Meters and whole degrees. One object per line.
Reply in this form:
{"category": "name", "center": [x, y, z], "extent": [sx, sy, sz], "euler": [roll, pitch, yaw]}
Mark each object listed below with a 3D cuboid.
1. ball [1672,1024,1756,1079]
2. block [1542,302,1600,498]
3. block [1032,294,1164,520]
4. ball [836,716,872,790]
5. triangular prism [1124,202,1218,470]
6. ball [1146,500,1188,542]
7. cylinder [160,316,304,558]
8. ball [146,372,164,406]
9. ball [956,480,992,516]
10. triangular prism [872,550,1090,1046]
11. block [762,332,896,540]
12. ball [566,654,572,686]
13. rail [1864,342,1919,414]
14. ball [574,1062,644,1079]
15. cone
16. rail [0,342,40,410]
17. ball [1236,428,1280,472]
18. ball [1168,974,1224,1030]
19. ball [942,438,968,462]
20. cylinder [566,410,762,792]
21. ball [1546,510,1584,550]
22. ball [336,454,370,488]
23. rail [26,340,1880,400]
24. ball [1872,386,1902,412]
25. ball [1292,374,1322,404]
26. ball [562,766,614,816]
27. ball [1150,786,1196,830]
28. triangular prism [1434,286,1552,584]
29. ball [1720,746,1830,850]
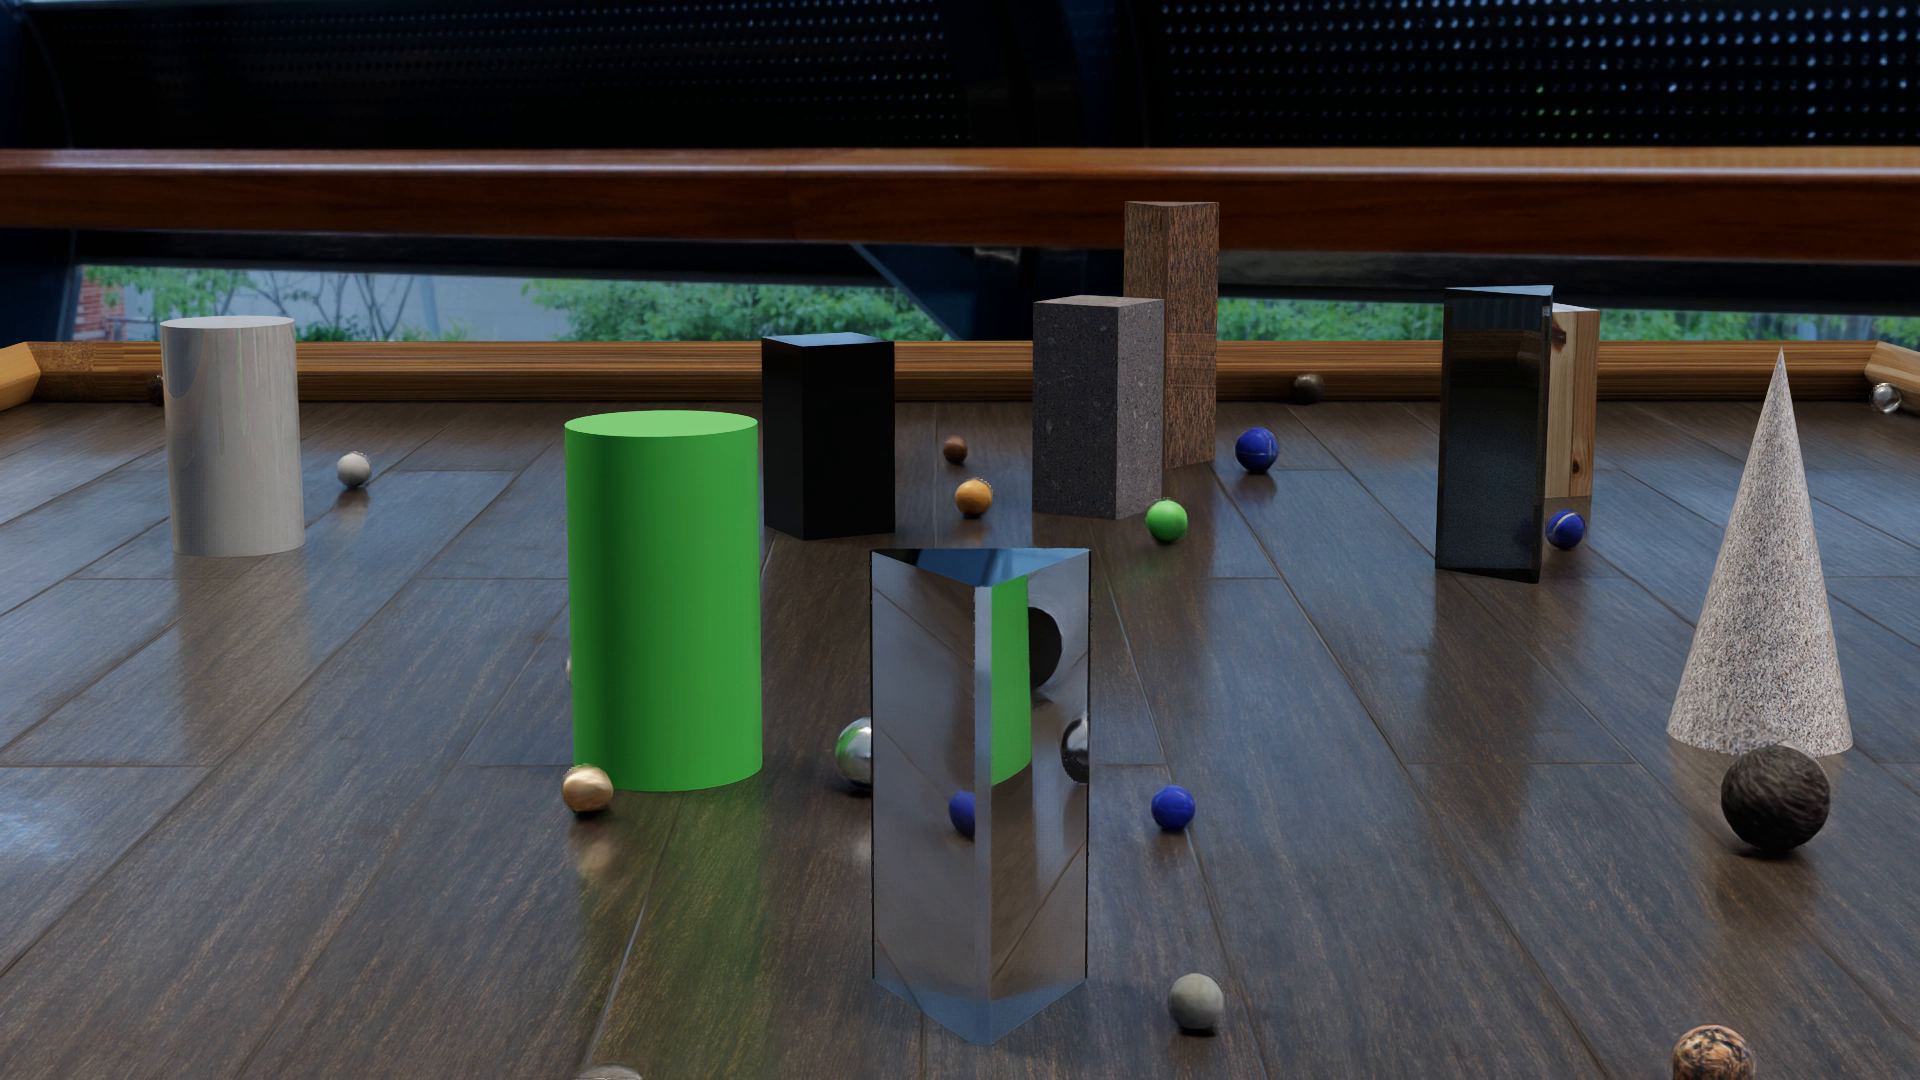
{"category": "ball", "center": [0.534, 0.372, 1.819], "extent": [0.057, 0.057, 0.057], "euler": [0, 10, 0]}
{"category": "block", "center": [0.984, -0.242, 4.419], "extent": [0.158, 0.317, 0.158], "euler": [-3, 11, -18]}
{"category": "block", "center": [0.228, -0.222, 4.232], "extent": [0.158, 0.346, 0.158], "euler": [7, 12, 31]}
{"category": "ball", "center": [-0.090, 0.217, 2.607], "extent": [0.075, 0.075, 0.075], "euler": [0, 10, 0]}
{"category": "triangular prism", "center": [0.364, -0.383, 4.742], "extent": [0.148, 0.477, 0.171], "euler": [8, 13, 38]}
{"category": "ball", "center": [0.320, -0.029, 3.967], "extent": [0.065, 0.065, 0.065], "euler": [0, 10, 0]}
{"category": "cylinder", "center": [-1.107, -0.161, 3.911], "extent": [0.197, 0.344, 0.197], "euler": [0, 10, 0]}
{"category": "ball", "center": [-1.725, -0.327, 5.558], "extent": [0.070, 0.070, 0.070], "euler": [0, 10, 0]}
{"category": "ball", "center": [0.022, -0.068, 4.190], "extent": [0.060, 0.060, 0.060], "euler": [0, 10, 0]}
{"category": "triangular prism", "center": [0.038, 0.187, 2.006], "extent": [0.148, 0.352, 0.171], "euler": [-6, 12, -30]}
{"category": "block", "center": [-0.208, -0.167, 4.054], "extent": [0.158, 0.302, 0.158], "euler": [-5, 12, -27]}
{"category": "ball", "center": [-0.424, 0.151, 2.985], "extent": [0.067, 0.067, 0.067], "euler": [0, 10, 0]}
{"category": "rail", "center": [2.012, 0.031, 3.460], "extent": [0.045, 0.128, 4.462], "euler": [0, 10, 0]}
{"category": "ball", "center": [-0.237, 0.385, 1.736], "extent": [0.062, 0.062, 0.062], "euler": [0, 10, 0]}
{"category": "cone", "center": [0.880, 0.003, 2.787], "extent": [0.197, 0.430, 0.197], "euler": [0, 10, 0]}
{"category": "rail", "center": [-2.012, 0.035, 3.437], "extent": [0.045, 0.128, 4.462], "euler": [0, 10, 0]}
{"category": "ball", "center": [0.538, -0.164, 4.650], "extent": [0.079, 0.079, 0.079], "euler": [0, 10, 0]}
{"category": "ball", "center": [0.181, 0.353, 1.962], "extent": [0.042, 0.042, 0.042], "euler": [0, 10, 0]}
{"category": "ball", "center": [-0.008, -0.166, 4.753], "extent": [0.047, 0.047, 0.047], "euler": [0, 10, 0]}
{"category": "cylinder", "center": [-0.307, 0.059, 2.669], "extent": [0.197, 0.364, 0.197], "euler": [0, 10, 0]}
{"category": "ball", "center": [0.921, -0.015, 3.907], "extent": [0.058, 0.058, 0.058], "euler": [0, 10, 0]}
{"category": "ball", "center": [-1.060, -0.121, 4.481], "extent": [0.058, 0.058, 0.058], "euler": [0, 10, 0]}
{"category": "rail", "center": [-0.013, -0.369, 5.619], "extent": [4.071, 0.128, 0.045], "euler": [0, 10, 0]}
{"category": "ball", "center": [1.965, -0.299, 5.439], "extent": [0.058, 0.058, 0.058], "euler": [0, 10, 0]}
{"category": "ball", "center": [0.757, -0.330, 5.584], "extent": [0.066, 0.066, 0.066], "euler": [0, 10, 0]}
{"category": "ball", "center": [-0.365, 0.247, 2.519], "extent": [0.049, 0.049, 0.049], "euler": [0, 10, 0]}
{"category": "ball", "center": [0.205, 0.258, 2.473], "extent": [0.043, 0.043, 0.043], "euler": [0, 10, 0]}
{"category": "triangular prism", "center": [0.809, -0.160, 3.722], "extent": [0.171, 0.410, 0.148], "euler": [10, 15, 44]}
{"category": "ball", "center": [0.765, 0.242, 2.408], "extent": [0.098, 0.098, 0.098], "euler": [0, 10, 0]}
